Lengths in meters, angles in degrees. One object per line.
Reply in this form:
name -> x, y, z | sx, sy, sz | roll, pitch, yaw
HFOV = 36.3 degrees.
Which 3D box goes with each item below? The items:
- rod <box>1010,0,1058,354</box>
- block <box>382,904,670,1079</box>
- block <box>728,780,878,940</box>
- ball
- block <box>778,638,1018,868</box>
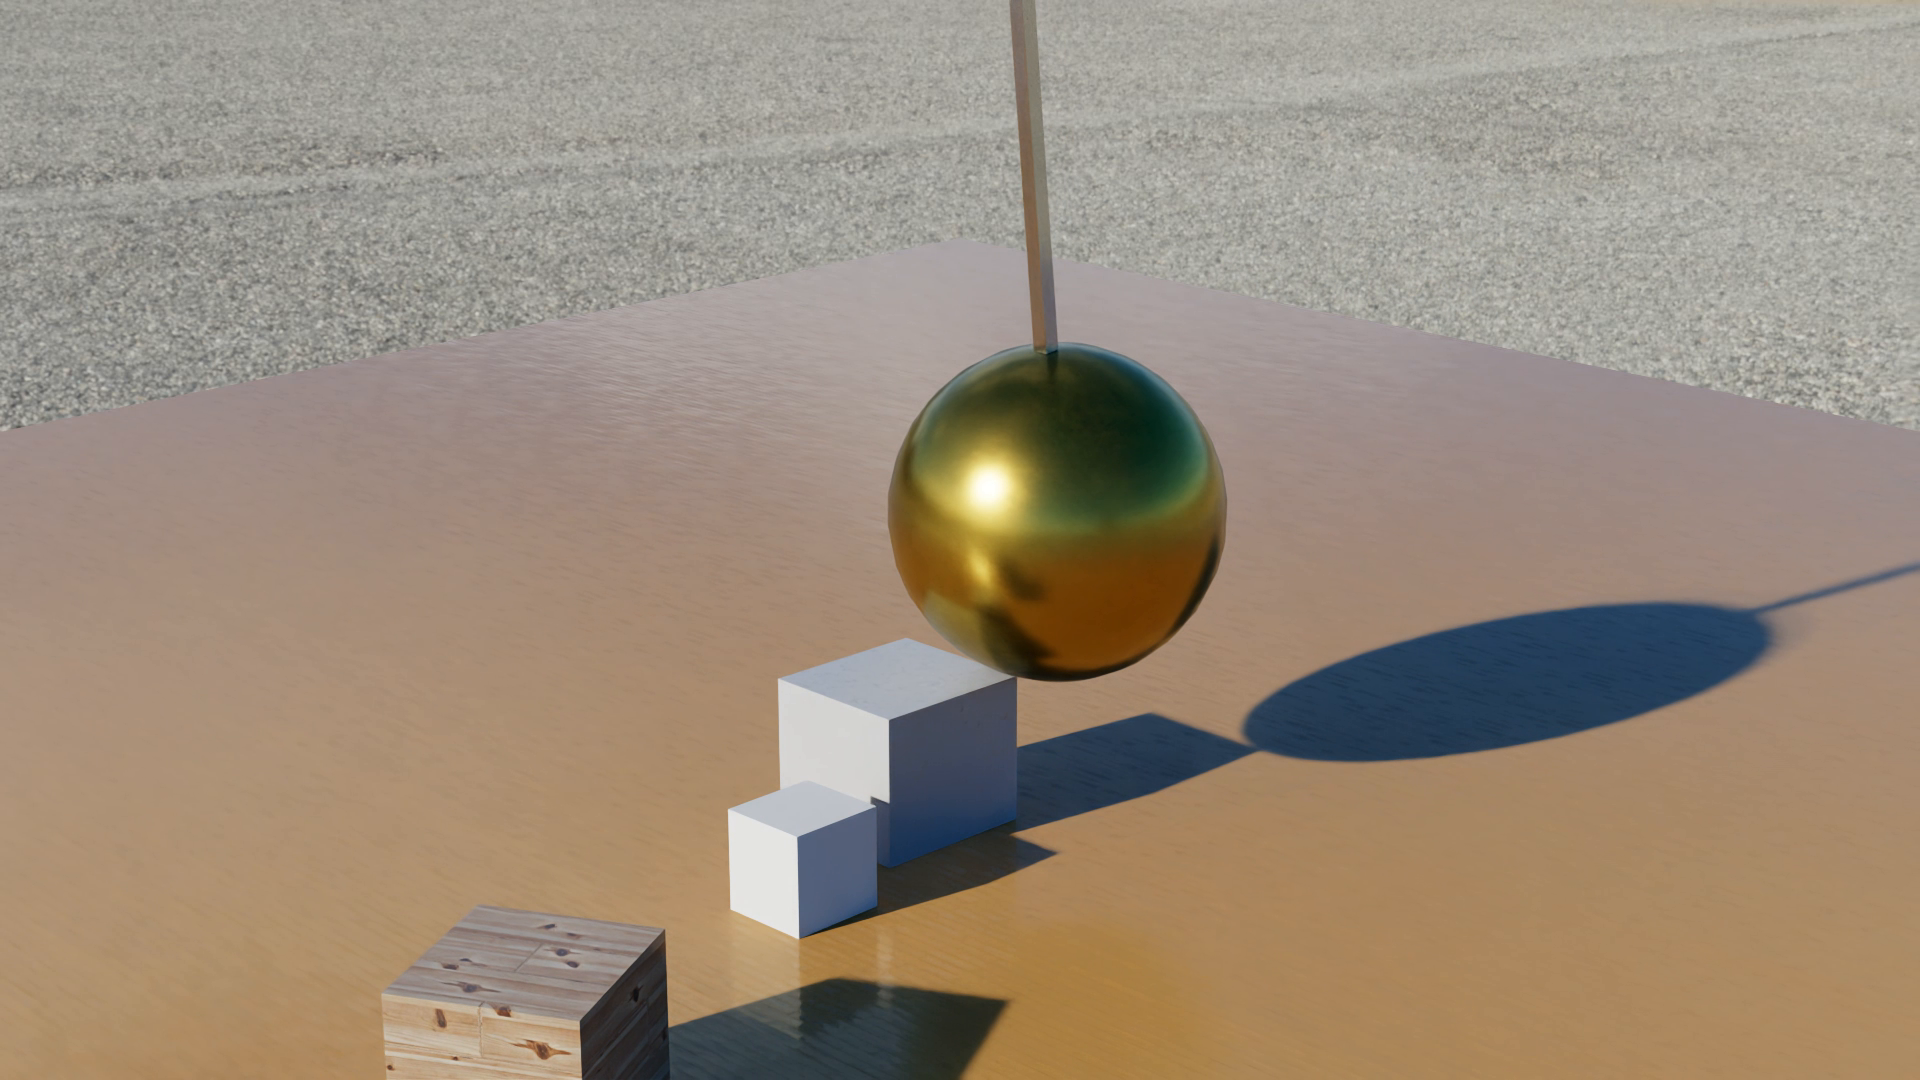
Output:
rod -> 0.198, -3.279, 12.519 | 0.080, 5.200, 0.080 | 17, 30, 42
block -> -1.603, 1.919, 10.959 | 0.775, 0.767, 0.804 | 5, 18, 16
block -> -0.697, 1.414, 13.040 | 0.447, 0.482, 0.479 | 16, 24, 42
ball -> 0.457, -0.131, 13.779 | 1.600, 1.600, 1.600 | 0, 17, 0
block -> -0.294, 0.997, 13.954 | 0.832, 0.731, 0.762 | -16, 24, -42
